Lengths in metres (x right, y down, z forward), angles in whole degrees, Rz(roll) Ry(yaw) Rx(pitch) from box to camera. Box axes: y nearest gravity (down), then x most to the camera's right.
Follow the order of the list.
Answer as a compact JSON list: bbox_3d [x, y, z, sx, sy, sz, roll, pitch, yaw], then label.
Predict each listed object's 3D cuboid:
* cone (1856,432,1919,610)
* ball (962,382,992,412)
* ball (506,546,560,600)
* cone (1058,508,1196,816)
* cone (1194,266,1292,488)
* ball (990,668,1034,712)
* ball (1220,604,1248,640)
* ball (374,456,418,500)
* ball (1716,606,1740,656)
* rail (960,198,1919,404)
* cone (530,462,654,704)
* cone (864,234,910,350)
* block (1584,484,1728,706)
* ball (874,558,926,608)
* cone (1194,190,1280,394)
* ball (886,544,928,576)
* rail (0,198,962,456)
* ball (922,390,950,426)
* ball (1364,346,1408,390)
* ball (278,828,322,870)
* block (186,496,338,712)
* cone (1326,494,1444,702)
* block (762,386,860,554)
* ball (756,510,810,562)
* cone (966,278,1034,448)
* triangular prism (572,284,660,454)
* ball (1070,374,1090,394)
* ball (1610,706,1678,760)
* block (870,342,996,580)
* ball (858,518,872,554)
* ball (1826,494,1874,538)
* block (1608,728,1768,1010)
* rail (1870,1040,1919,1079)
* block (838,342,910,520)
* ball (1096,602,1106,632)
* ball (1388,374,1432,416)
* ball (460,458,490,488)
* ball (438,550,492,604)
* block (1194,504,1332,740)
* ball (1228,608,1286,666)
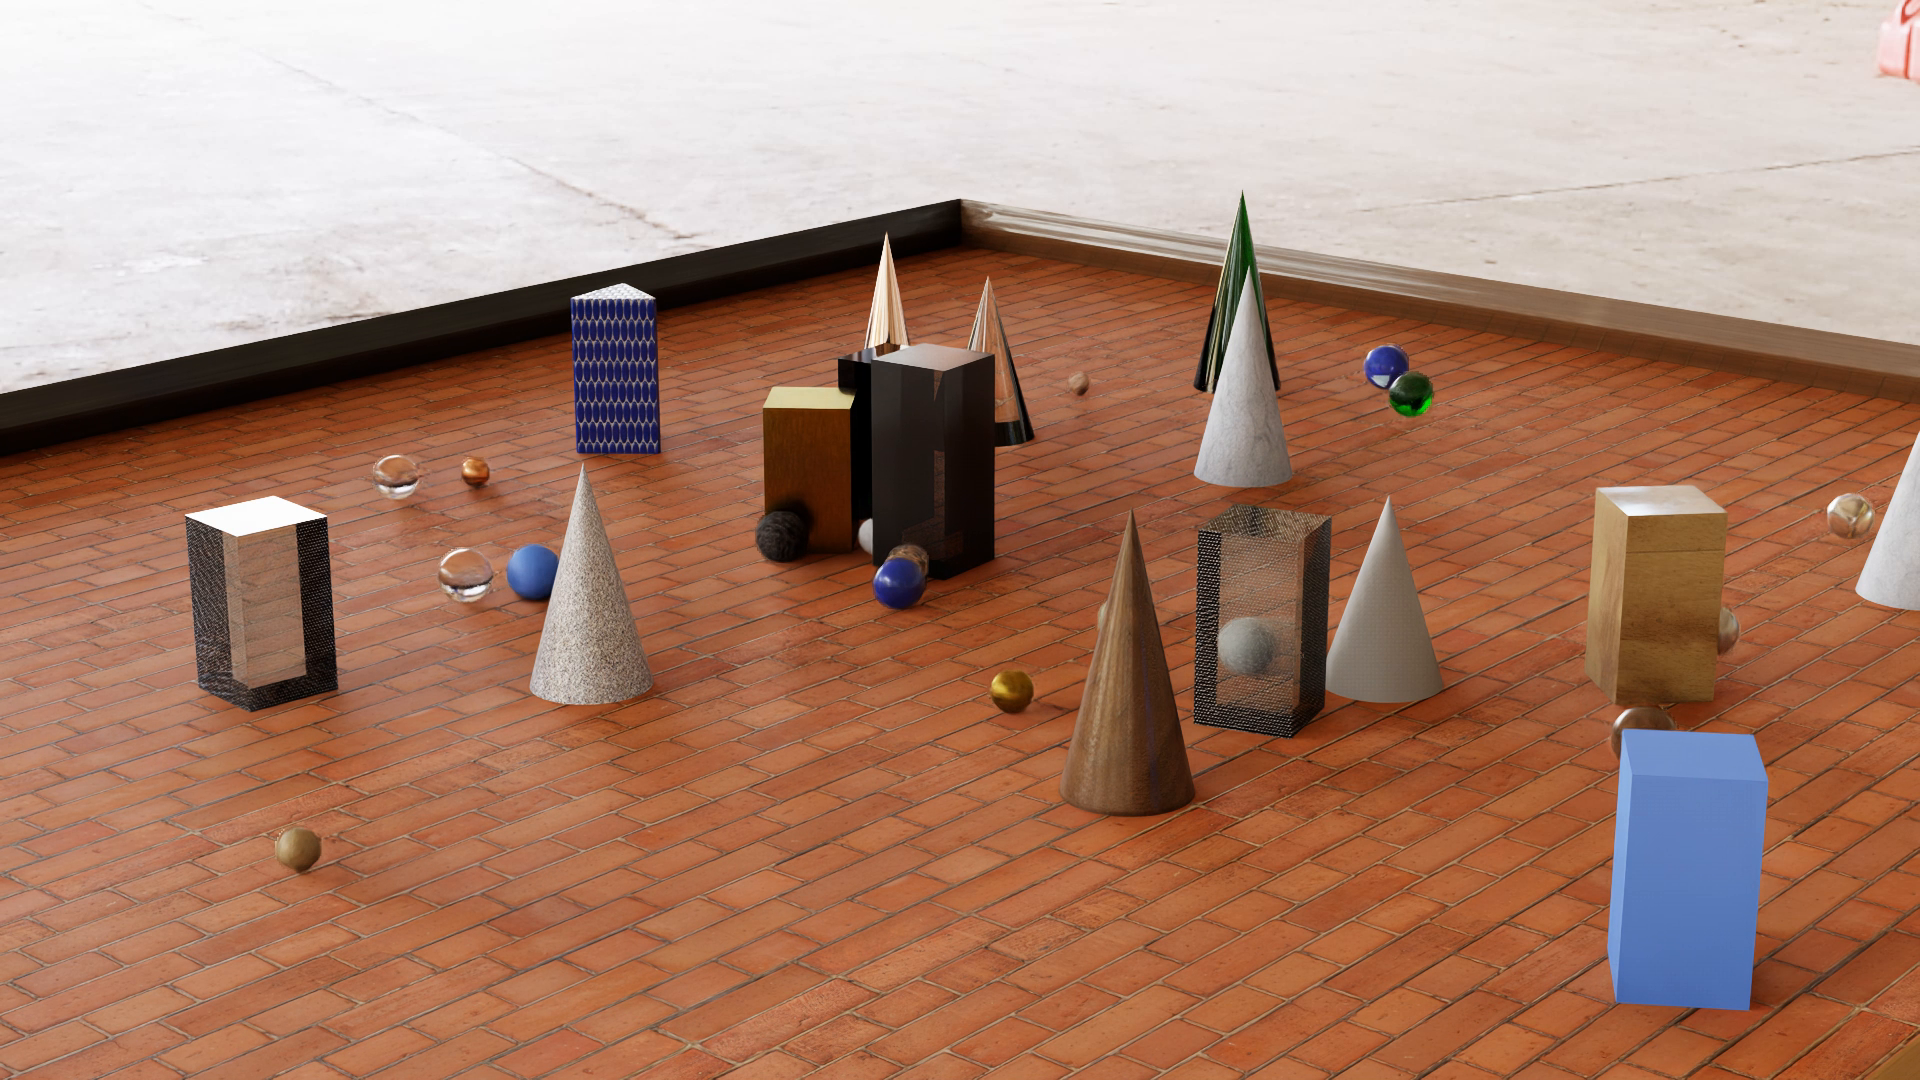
[{"bbox_3d":[1.673,-0.076,5.091,0.198,0.354,0.198,0,17,0],"label":"cone"},{"bbox_3d":[0.038,-0.313,6.377,0.066,0.066,0.066,0,17,0],"label":"ball"},{"bbox_3d":[-0.740,0.056,5.102,0.095,0.095,0.095,0,17,0],"label":"ball"},{"bbox_3d":[0.242,0.157,4.184,0.198,0.431,0.198,0,17,0],"label":"cone"},{"bbox_3d":[0.569,-0.337,5.832,0.198,0.426,0.198,0,17,0],"label":"cone"},{"bbox_3d":[0.081,0.234,4.559,0.068,0.068,0.068,0,17,0],"label":"ball"},{"bbox_3d":[0.463,0.139,4.880,0.064,0.064,0.064,0,17,0],"label":"ball"},{"bbox_3d":[-1.097,-0.121,5.704,0.087,0.087,0.087,0,17,0],"label":"ball"},{"bbox_3d":[1.235,0.148,4.814,0.085,0.085,0.085,0,17,0],"label":"ball"},{"bbox_3d":[1.566,-0.488,6.847,4.189,0.129,0.045,14,22,39],"label":"rail"},{"bbox_3d":[-0.589,0.054,4.638,0.198,0.368,0.198,0,17,0],"label":"cone"},{"bbox_3d":[-0.144,-0.373,5.841,0.198,0.490,0.198,0,17,0],"label":"cone"},{"bbox_3d":[1.097,0.086,4.633,0.158,0.310,0.158,-2,17,-6],"label":"block"},{"bbox_3d":[-0.104,0.074,5.053,0.089,0.089,0.089,0,17,0],"label":"ball"},{"bbox_3d":[0.624,-0.563,6.543,0.198,0.449,0.198,0,17,0],"label":"cone"},{"bbox_3d":[-0.094,0.045,5.176,0.075,0.075,0.075,0,17,0],"label":"ball"},{"bbox_3d":[-1.564,-0.359,6.420,0.045,0.129,4.824,14,22,39],"label":"rail"},{"bbox_3d":[-0.061,-0.281,6.253,0.077,0.077,0.077,0,17,0],"label":"ball"},{"bbox_3d":[0.954,-0.387,6.567,0.099,0.099,0.099,0,17,0],"label":"ball"},{"bbox_3d":[-0.894,0.418,3.965,0.058,0.058,0.058,0,17,0],"label":"ball"},{"bbox_3d":[-1.101,0.099,4.628,0.158,0.287,0.158,-15,23,-41],"label":"block"},{"bbox_3d":[0.675,0.078,4.654,0.198,0.312,0.198,0,17,0],"label":"cone"},{"bbox_3d":[-0.273,-0.129,5.408,0.158,0.274,0.158,1,17,3],"label":"block"},{"bbox_3d":[-0.321,-0.007,5.311,0.095,0.095,0.095,0,17,0],"label":"ball"},{"bbox_3d":[0.059,-0.385,6.138,0.198,0.343,0.198,0,17,0],"label":"cone"},{"bbox_3d":[-0.703,-0.356,6.072,0.171,0.325,0.148,0,17,1],"label":"triangular prism"},{"bbox_3d":[0.266,-0.346,6.522,0.046,0.046,0.046,0,17,0],"label":"ball"},{"bbox_3d":[1.007,0.292,4.313,0.098,0.098,0.098,0,17,0],"label":"ball"},{"bbox_3d":[-0.047,-0.143,5.264,0.158,0.383,0.158,11,20,33],"label":"block"},{"bbox_3d":[-0.152,-0.006,5.355,0.069,0.069,0.069,0,17,0],"label":"ball"},{"bbox_3d":[1.656,-0.044,5.454,0.084,0.084,0.084,0,17,0],"label":"ball"},{"bbox_3d":[0.890,0.403,3.600,0.158,0.298,0.158,2,17,8],"label":"block"},{"bbox_3d":[1.564,0.424,3.820,0.045,0.129,4.824,14,22,39],"label":"rail"},{"bbox_3d":[-0.120,-0.201,5.585,0.158,0.309,0.158,11,20,31],"label":"block"},{"bbox_3d":[0.268,0.134,4.868,0.081,0.081,0.081,0,17,0],"label":"ball"},{"bbox_3d":[0.972,-0.313,6.327,0.094,0.094,0.094,0,17,0],"label":"ball"},{"bbox_3d":[-0.958,-0.133,5.796,0.057,0.057,0.057,0,17,0],"label":"ball"},{"bbox_3d":[-0.857,0.063,5.081,0.094,0.094,0.094,0,17,0],"label":"ball"},{"bbox_3d":[0.465,0.123,4.505,0.158,0.312,0.158,8,18,24],"label":"block"},{"bbox_3d":[0.482,0.156,4.771,0.094,0.094,0.094,0,17,0],"label":"ball"}]
